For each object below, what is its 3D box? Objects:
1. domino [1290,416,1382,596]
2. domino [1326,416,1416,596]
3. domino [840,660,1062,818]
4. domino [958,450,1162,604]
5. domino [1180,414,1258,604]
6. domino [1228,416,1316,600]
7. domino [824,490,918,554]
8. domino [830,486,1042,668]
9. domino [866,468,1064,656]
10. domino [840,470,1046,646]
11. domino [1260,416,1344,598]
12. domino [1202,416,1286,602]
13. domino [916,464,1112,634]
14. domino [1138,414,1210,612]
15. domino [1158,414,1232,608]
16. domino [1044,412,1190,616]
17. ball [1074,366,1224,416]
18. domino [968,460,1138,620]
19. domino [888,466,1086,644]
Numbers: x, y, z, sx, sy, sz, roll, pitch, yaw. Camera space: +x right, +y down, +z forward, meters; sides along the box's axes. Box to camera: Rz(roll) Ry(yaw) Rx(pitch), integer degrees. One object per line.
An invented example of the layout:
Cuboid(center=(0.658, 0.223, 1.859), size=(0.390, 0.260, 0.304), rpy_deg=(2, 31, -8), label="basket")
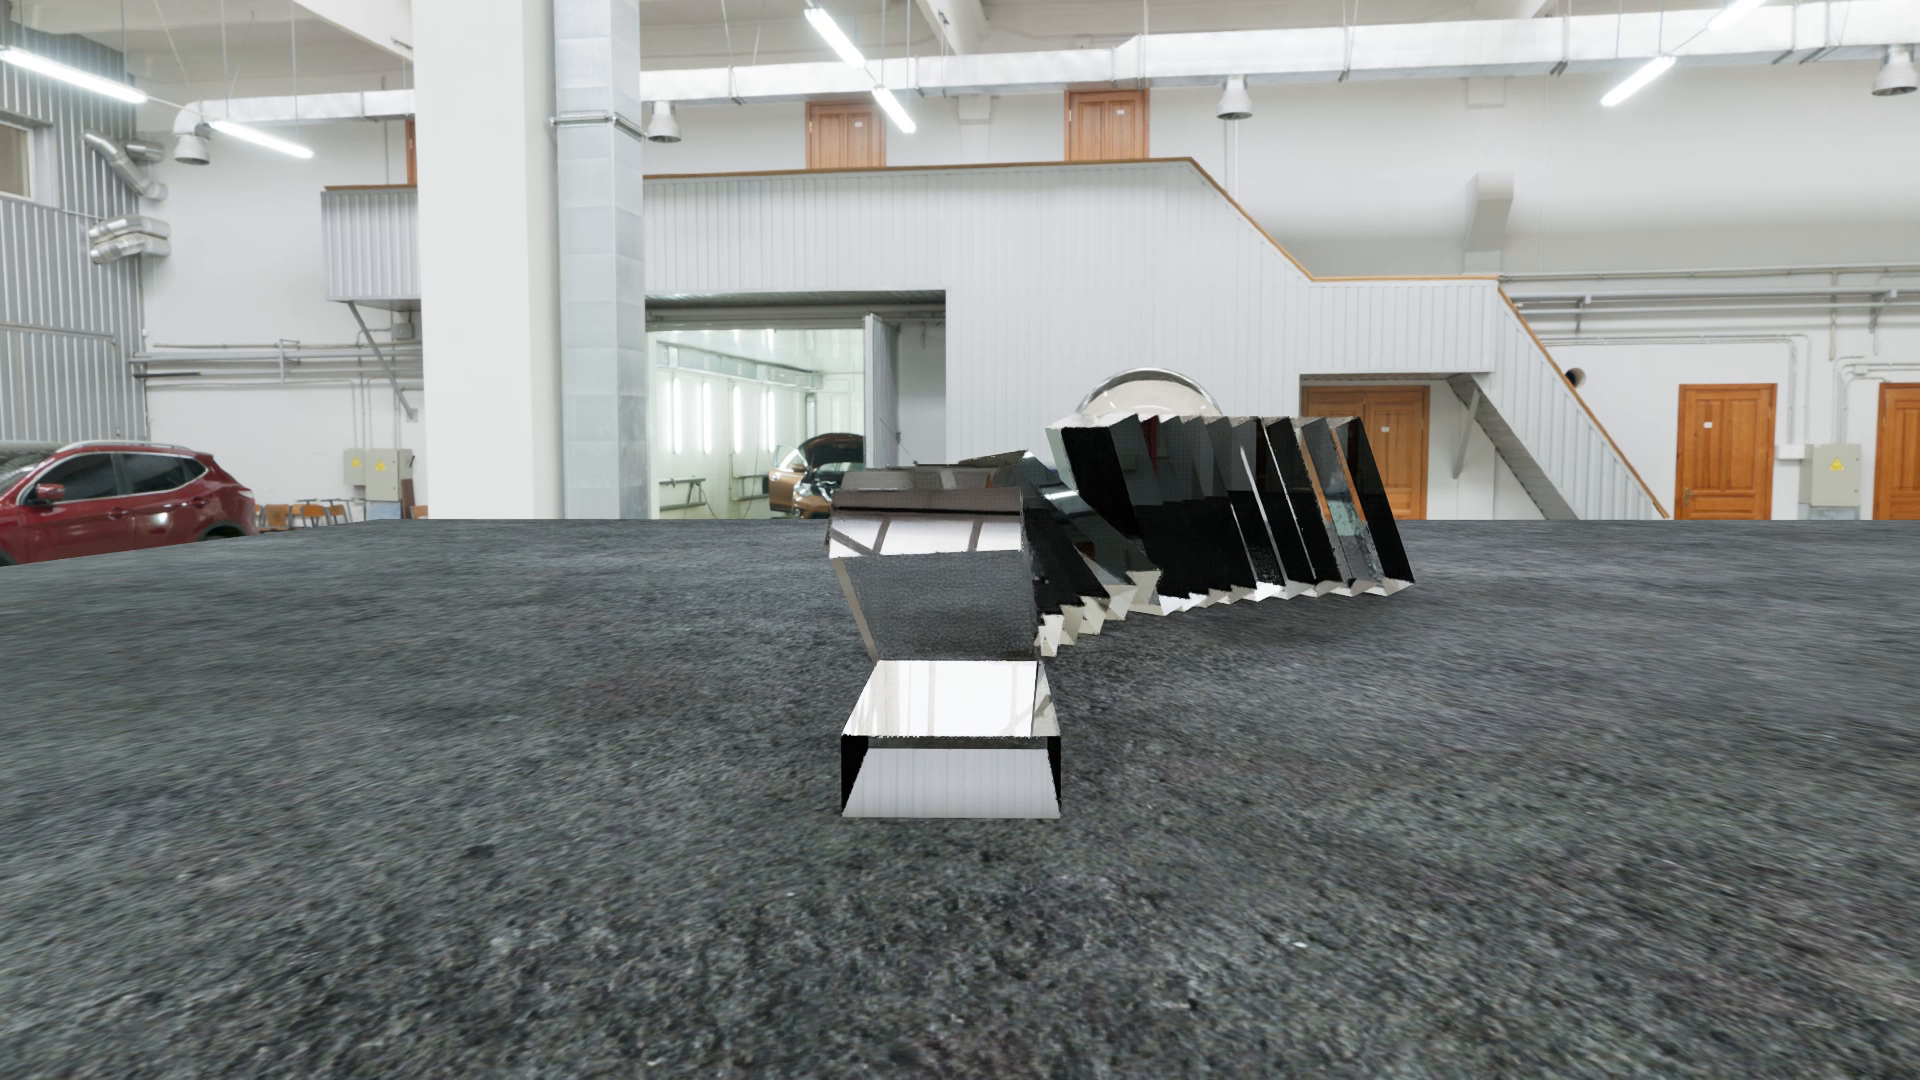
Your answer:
Cuboid(center=(0.102, -0.010, 0.366), size=(0.009, 0.050, 0.025), rpy_deg=(-23, 9, -11), label="domino")
Cuboid(center=(0.112, -0.010, 0.368), size=(0.009, 0.050, 0.025), rpy_deg=(-23, 9, -11), label="domino")
Cuboid(center=(0.000, 0.025, 0.171), size=(0.025, 0.010, 0.050), rpy_deg=(0, 4, 1), label="domino")
Cuboid(center=(0.022, -0.002, 0.307), size=(0.050, 0.009, 0.025), rpy_deg=(39, -25, -29), label="domino")
Cuboid(center=(0.063, -0.009, 0.349), size=(0.010, 0.050, 0.025), rpy_deg=(-25, 13, -19), label="domino")
Cuboid(center=(0.082, -0.009, 0.360), size=(0.009, 0.050, 0.025), rpy_deg=(-23, 10, -13), label="domino")
Cuboid(center=(-0.003, 0.009, 0.210), size=(0.025, 0.009, 0.050), rpy_deg=(1, -29, 11), label="domino")
Cuboid(center=(-0.002, 0.010, 0.190), size=(0.025, 0.010, 0.050), rpy_deg=(-2, -30, 6), label="domino")
Cuboid(center=(0.001, 0.005, 0.245), size=(0.025, 0.009, 0.050), rpy_deg=(2, -33, 22), label="domino")
Cuboid(center=(-0.002, 0.006, 0.228), size=(0.025, 0.009, 0.050), rpy_deg=(1, -33, 18), label="domino")
Cuboid(center=(0.091, -0.010, 0.365), size=(0.010, 0.050, 0.025), rpy_deg=(-23, 10, -13), label="domino")
Cuboid(center=(0.072, -0.009, 0.356), size=(0.010, 0.050, 0.025), rpy_deg=(-23, 10, -13), label="domino")
Cuboid(center=(0.011, 0.003, 0.278), size=(0.025, 0.009, 0.050), rpy_deg=(3, -33, 36), label="domino")
Cuboid(center=(0.046, -0.007, 0.332), size=(0.010, 0.050, 0.025), rpy_deg=(-27, 17, -28), label="domino")
Cuboid(center=(0.054, -0.008, 0.341), size=(0.010, 0.050, 0.025), rpy_deg=(-26, 15, -24), label="domino")
Cuboid(center=(0.040, -0.007, 0.323), size=(0.009, 0.050, 0.025), rpy_deg=(-28, 18, -29), label="domino")
Cuboid(center=(0.092, -0.045, 0.630), size=(0.080, 0.080, 0.080), rpy_deg=(0, 4, 0), label="ball")
Cuboid(center=(0.016, 0.001, 0.295), size=(0.025, 0.009, 0.050), rpy_deg=(-1, -35, 50), label="domino")
Cuboid(center=(0.005, 0.004, 0.262), size=(0.025, 0.009, 0.050), rpy_deg=(2, -33, 30), label="domino")
